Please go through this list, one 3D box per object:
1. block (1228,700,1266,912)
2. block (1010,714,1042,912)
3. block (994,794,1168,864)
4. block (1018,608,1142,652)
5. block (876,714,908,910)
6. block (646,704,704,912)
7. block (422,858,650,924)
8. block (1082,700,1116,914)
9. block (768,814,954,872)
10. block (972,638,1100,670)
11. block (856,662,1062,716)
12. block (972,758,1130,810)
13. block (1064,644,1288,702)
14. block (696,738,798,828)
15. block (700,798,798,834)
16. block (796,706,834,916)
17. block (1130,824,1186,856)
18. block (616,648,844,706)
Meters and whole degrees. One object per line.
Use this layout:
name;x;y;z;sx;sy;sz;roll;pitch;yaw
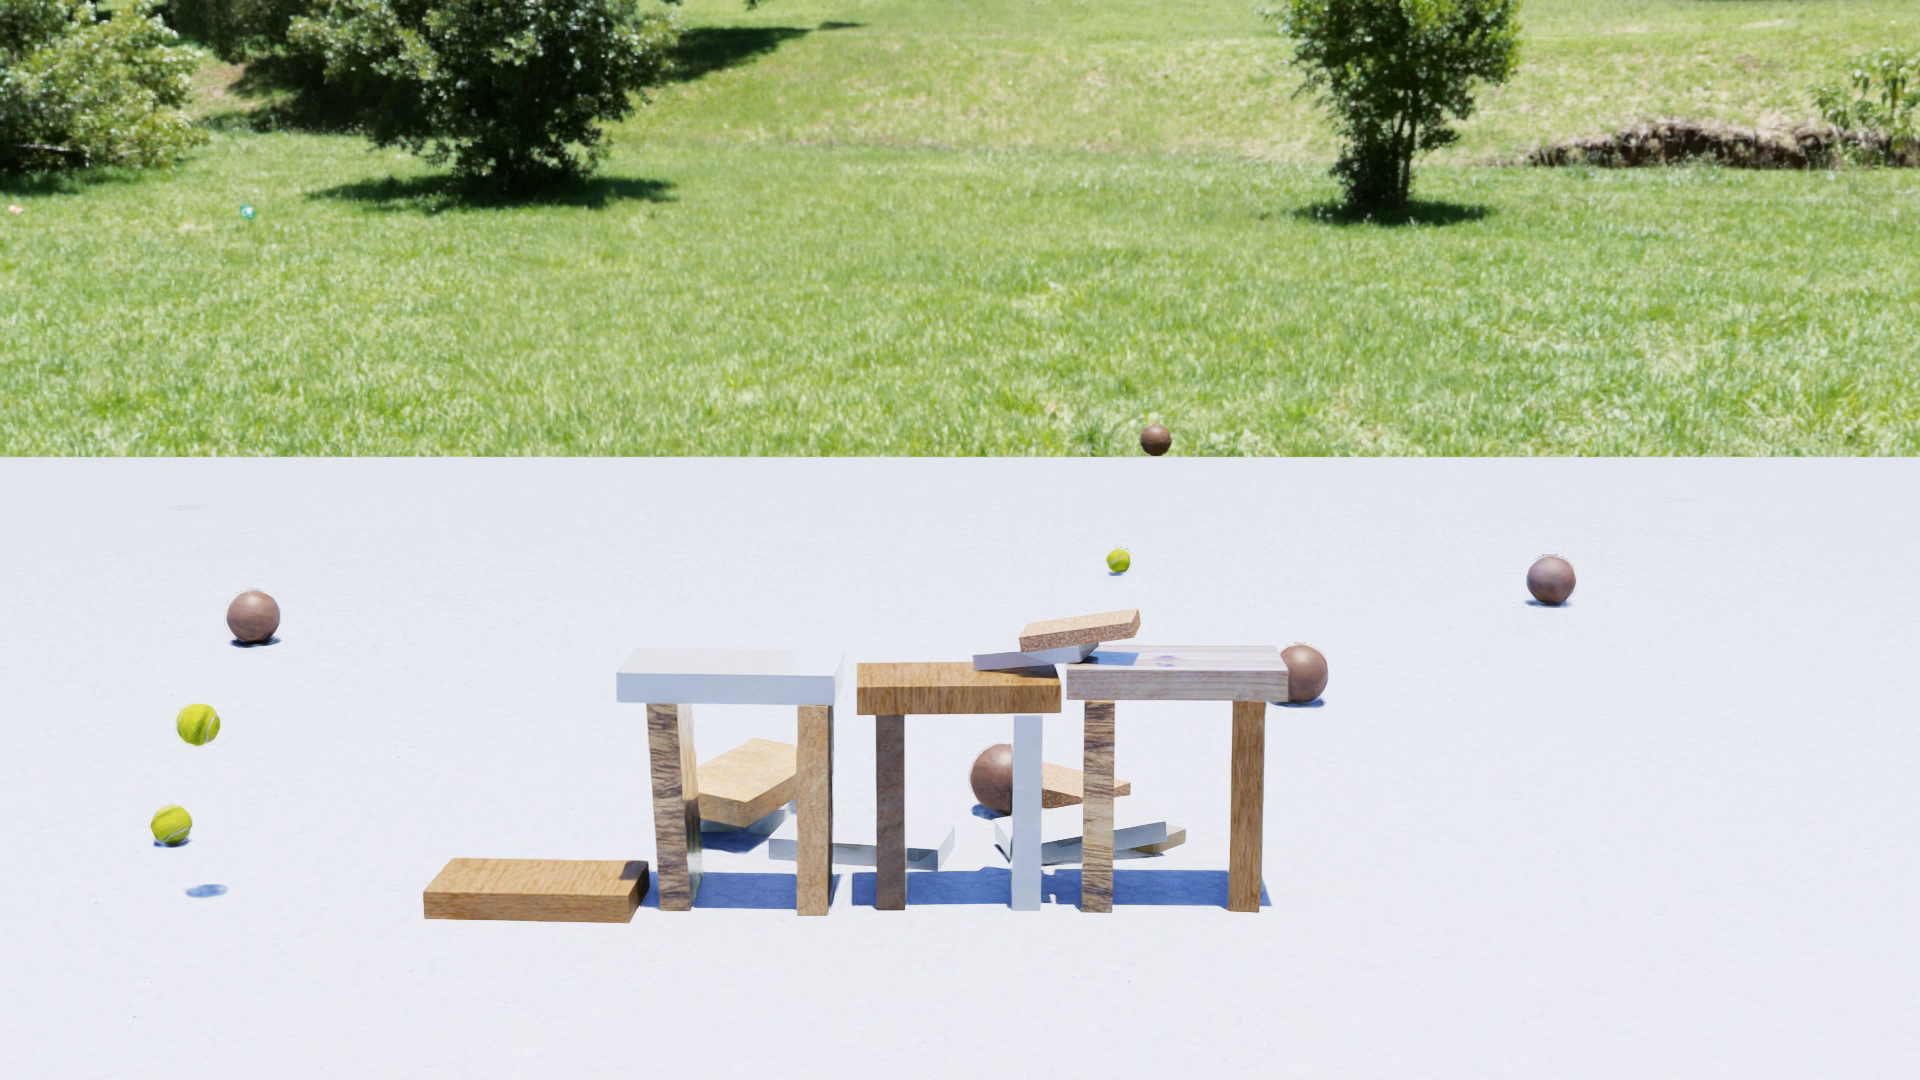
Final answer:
block;0.476;0.416;3.635;0.050;0.354;0.177;1;11;9
block;0.109;0.428;3.637;0.047;0.329;0.165;0;11;0
block;0.211;0.512;3.881;0.275;0.039;0.138;-8;16;-12
block;0.196;0.148;3.593;0.187;0.027;0.094;-8;10;13
block;-0.113;0.428;3.639;0.047;0.329;0.165;0;11;0
block;-0.471;0.417;3.639;0.050;0.350;0.175;-2;10;1
block;-0.693;0.575;3.618;0.335;0.047;0.167;0;11;3
block;0.229;0.417;3.632;0.050;0.354;0.177;1;11;4
block;-0.172;0.532;3.873;0.303;0.039;0.138;2;11;12
block;0.125;0.182;3.628;0.187;0.027;0.094;-6;11;24
block;-0.005;0.242;3.610;0.329;0.047;0.165;0;11;-2
block;0.174;0.471;4.204;0.275;0.039;0.138;9;14;40
block;0.349;0.217;3.605;0.354;0.050;0.177;0;11;1
block;-0.386;0.442;4.043;0.167;0.047;0.358;9;12;20
block;-0.378;0.477;4.148;0.167;0.047;0.335;1;11;7
block;-0.237;0.421;3.618;0.050;0.350;0.175;1;11;0
block;0.303;0.523;3.957;0.187;0.027;0.094;10;14;42
block;-0.371;0.222;3.590;0.350;0.050;0.175;1;11;2
